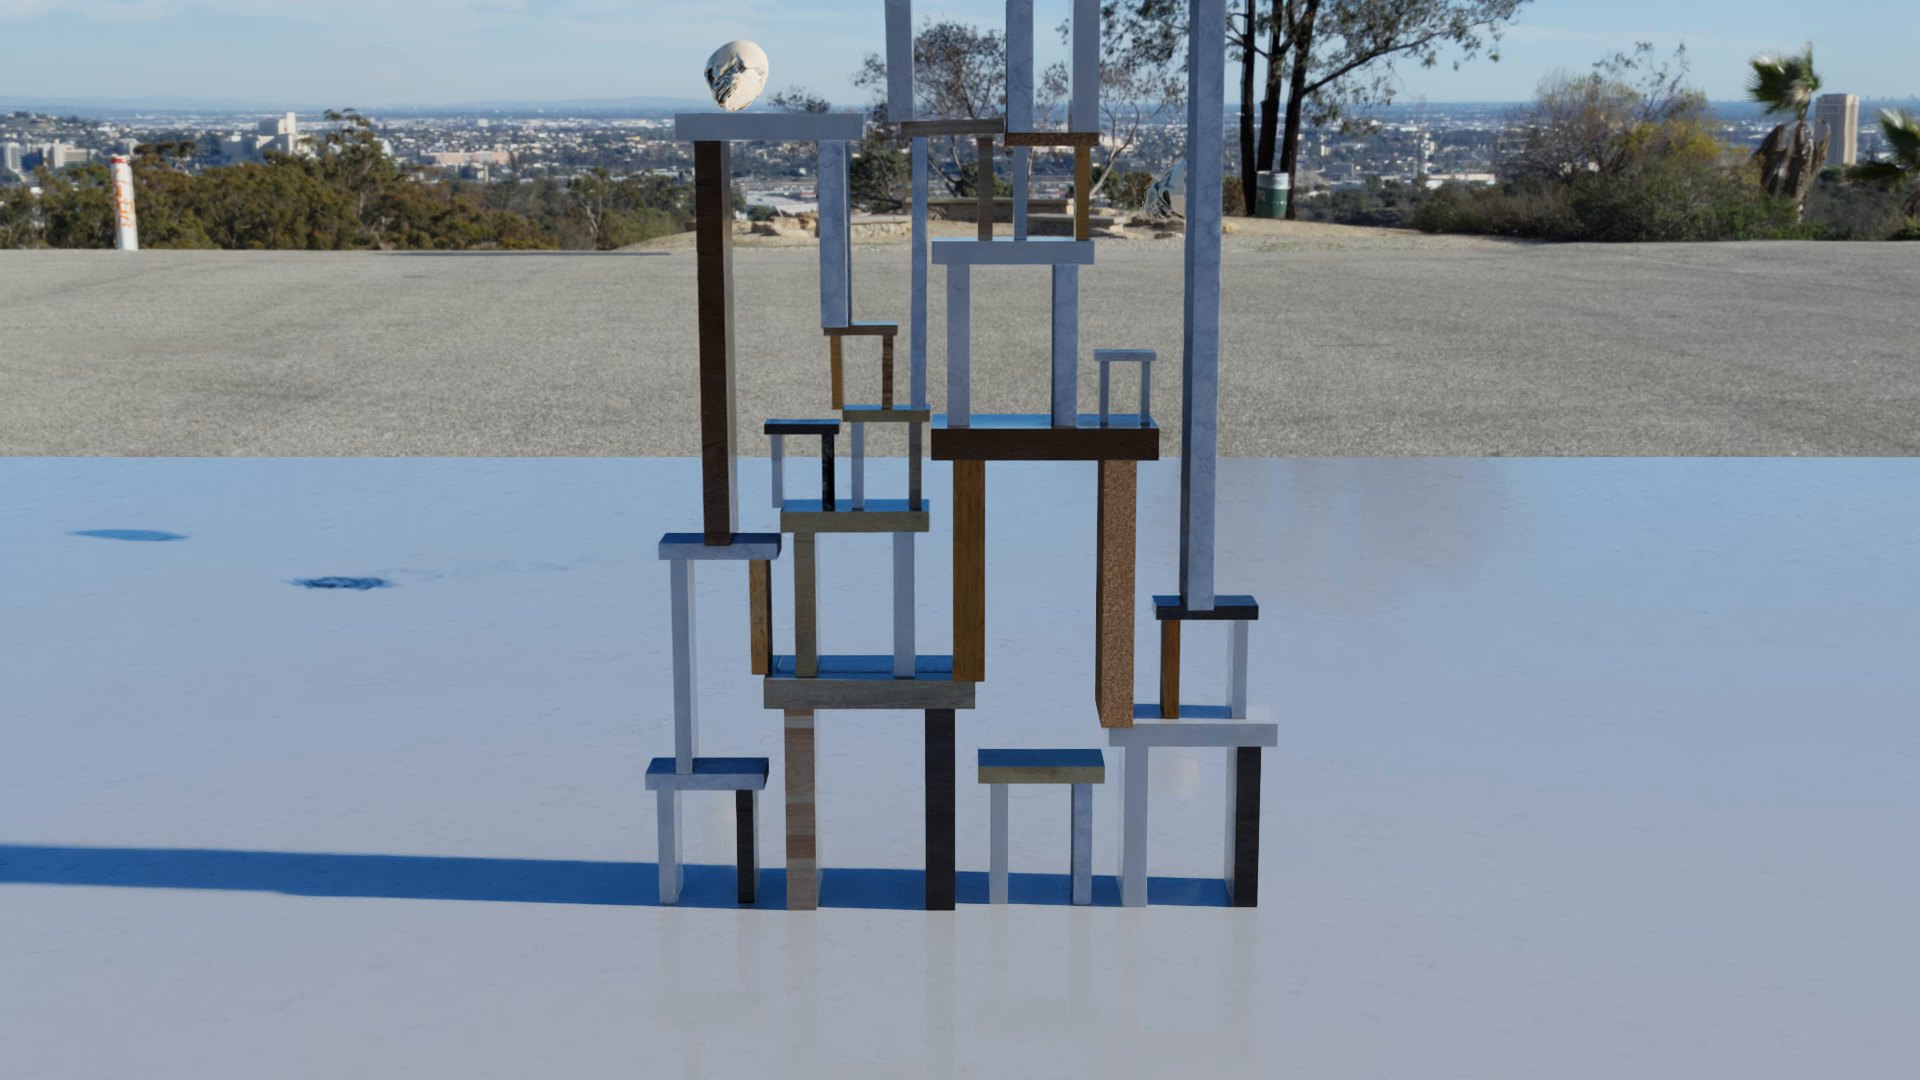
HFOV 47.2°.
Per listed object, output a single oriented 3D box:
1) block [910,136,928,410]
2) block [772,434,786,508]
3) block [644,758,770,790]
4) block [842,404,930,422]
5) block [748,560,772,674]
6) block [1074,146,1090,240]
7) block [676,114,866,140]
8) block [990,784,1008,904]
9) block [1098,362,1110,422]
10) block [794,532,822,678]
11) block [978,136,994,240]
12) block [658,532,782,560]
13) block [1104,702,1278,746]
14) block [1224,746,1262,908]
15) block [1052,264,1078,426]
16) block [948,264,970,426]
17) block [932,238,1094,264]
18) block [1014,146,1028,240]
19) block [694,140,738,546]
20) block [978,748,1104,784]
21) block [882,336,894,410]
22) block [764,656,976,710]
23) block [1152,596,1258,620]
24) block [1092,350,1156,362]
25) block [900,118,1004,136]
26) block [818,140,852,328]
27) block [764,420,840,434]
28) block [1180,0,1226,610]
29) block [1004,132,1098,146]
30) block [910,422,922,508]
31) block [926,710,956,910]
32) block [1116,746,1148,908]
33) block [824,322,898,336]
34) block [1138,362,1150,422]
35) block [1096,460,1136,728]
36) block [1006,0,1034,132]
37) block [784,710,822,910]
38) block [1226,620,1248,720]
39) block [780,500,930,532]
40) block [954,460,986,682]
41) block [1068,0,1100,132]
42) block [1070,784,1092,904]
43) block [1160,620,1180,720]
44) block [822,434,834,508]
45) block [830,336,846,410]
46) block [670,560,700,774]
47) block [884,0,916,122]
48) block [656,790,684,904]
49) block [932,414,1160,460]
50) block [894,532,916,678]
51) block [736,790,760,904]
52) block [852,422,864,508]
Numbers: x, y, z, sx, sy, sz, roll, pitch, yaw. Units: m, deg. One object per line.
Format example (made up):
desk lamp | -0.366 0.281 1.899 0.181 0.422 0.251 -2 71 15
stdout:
block | -0.065 -0.421 3.475 0.023 0.426 0.080 1 11 0
block | -0.292 -0.115 3.536 0.017 0.119 0.059 0 11 0
block | -0.416 0.386 3.633 0.194 0.027 0.097 0 11 0
block | -0.117 -0.203 3.525 0.139 0.020 0.069 0 11 0
block | -0.324 0.116 3.582 0.027 0.189 0.095 0 11 0
block | 0.191 -0.547 3.462 0.021 0.145 0.072 0 11 0
block | -0.293 -0.646 3.442 0.287 0.041 0.144 0 11 0
block | 0.064 0.489 3.650 0.029 0.206 0.103 0 11 0
block | 0.229 -0.239 3.515 0.014 0.098 0.049 0 11 0
block | -0.248 0.093 3.574 0.034 0.237 0.118 0 11 0
block | 0.040 -0.552 3.452 0.023 0.159 0.080 0 11 0
block | -0.387 0.010 3.562 0.189 0.027 0.094 0 11 0
block | 0.377 0.303 3.617 0.273 0.039 0.136 0 11 0
block | 0.468 0.455 3.646 0.039 0.273 0.136 0 11 0
block | 0.167 -0.315 3.500 0.036 0.253 0.126 0 11 0
block | -0.002 -0.315 3.500 0.036 0.253 0.126 0 11 0
block | 0.082 -0.457 3.473 0.253 0.036 0.126 0 11 0
block | 0.095 -0.547 3.462 0.021 0.145 0.072 0 11 0
block | -0.387 -0.315 3.504 0.041 0.633 0.144 0 11 0
block | 0.133 0.373 3.628 0.206 0.029 0.103 0 11 0
block | -0.115 -0.270 3.510 0.017 0.117 0.059 1 10 0
block | -0.145 0.232 3.606 0.339 0.048 0.170 0 11 0
block | 0.398 0.110 3.582 0.165 0.023 0.082 0 11 0
block | 0.262 -0.295 3.506 0.098 0.014 0.049 0 11 0
block | -0.010 -0.644 3.432 0.159 0.023 0.080 -2 11 2
block | -0.197 -0.485 3.473 0.041 0.287 0.144 0 10 1
block | -0.252 -0.181 3.524 0.119 0.017 0.059 0 11 0
block | 0.383 -0.411 3.483 0.041 1.037 0.144 0 11 0
block | 0.143 -0.628 3.446 0.145 0.021 0.072 0 11 0
block | -0.072 -0.126 3.540 0.020 0.139 0.069 0 11 -1
block | -0.032 0.422 3.642 0.048 0.339 0.170 0 11 0
block | 0.286 0.456 3.646 0.039 0.273 0.136 0 11 0
block | -0.158 -0.336 3.500 0.117 0.017 0.059 -1 10 -1
block | 0.295 -0.239 3.515 0.014 0.098 0.049 0 11 0
block | 0.252 0.072 3.569 0.050 0.432 0.178 0 11 0
block | 0.092 -0.783 3.412 0.040 0.296 0.140 0 11 0
block | -0.258 0.422 3.642 0.048 0.339 0.170 0 11 0
block | 0.454 0.202 3.600 0.023 0.165 0.082 0 11 0
block | -0.168 -0.039 3.548 0.237 0.034 0.118 0 11 -1
block | 0.014 0.035 3.562 0.050 0.356 0.178 0 11 0
block | 0.192 -0.779 3.413 0.041 0.288 0.144 0 11 0
block | 0.201 0.489 3.650 0.029 0.206 0.103 0 11 0
block | 0.344 0.203 3.599 0.023 0.165 0.082 0 11 0
block | -0.212 -0.115 3.536 0.017 0.119 0.059 0 11 -1
block | -0.195 -0.270 3.510 0.017 0.117 0.059 -1 11 1
block | -0.450 0.198 3.597 0.027 0.355 0.095 0 11 0
block | -0.094 -0.791 3.409 0.040 0.280 0.140 -1 11 0
block | -0.481 0.495 3.653 0.027 0.194 0.097 0 11 0
block | 0.133 -0.165 3.525 0.356 0.050 0.178 0 11 0
block | -0.089 0.093 3.573 0.034 0.237 0.118 0 11 0
block | -0.352 0.495 3.653 0.027 0.194 0.097 0 11 0
block | -0.164 -0.125 3.539 0.020 0.139 0.069 0 11 -1
